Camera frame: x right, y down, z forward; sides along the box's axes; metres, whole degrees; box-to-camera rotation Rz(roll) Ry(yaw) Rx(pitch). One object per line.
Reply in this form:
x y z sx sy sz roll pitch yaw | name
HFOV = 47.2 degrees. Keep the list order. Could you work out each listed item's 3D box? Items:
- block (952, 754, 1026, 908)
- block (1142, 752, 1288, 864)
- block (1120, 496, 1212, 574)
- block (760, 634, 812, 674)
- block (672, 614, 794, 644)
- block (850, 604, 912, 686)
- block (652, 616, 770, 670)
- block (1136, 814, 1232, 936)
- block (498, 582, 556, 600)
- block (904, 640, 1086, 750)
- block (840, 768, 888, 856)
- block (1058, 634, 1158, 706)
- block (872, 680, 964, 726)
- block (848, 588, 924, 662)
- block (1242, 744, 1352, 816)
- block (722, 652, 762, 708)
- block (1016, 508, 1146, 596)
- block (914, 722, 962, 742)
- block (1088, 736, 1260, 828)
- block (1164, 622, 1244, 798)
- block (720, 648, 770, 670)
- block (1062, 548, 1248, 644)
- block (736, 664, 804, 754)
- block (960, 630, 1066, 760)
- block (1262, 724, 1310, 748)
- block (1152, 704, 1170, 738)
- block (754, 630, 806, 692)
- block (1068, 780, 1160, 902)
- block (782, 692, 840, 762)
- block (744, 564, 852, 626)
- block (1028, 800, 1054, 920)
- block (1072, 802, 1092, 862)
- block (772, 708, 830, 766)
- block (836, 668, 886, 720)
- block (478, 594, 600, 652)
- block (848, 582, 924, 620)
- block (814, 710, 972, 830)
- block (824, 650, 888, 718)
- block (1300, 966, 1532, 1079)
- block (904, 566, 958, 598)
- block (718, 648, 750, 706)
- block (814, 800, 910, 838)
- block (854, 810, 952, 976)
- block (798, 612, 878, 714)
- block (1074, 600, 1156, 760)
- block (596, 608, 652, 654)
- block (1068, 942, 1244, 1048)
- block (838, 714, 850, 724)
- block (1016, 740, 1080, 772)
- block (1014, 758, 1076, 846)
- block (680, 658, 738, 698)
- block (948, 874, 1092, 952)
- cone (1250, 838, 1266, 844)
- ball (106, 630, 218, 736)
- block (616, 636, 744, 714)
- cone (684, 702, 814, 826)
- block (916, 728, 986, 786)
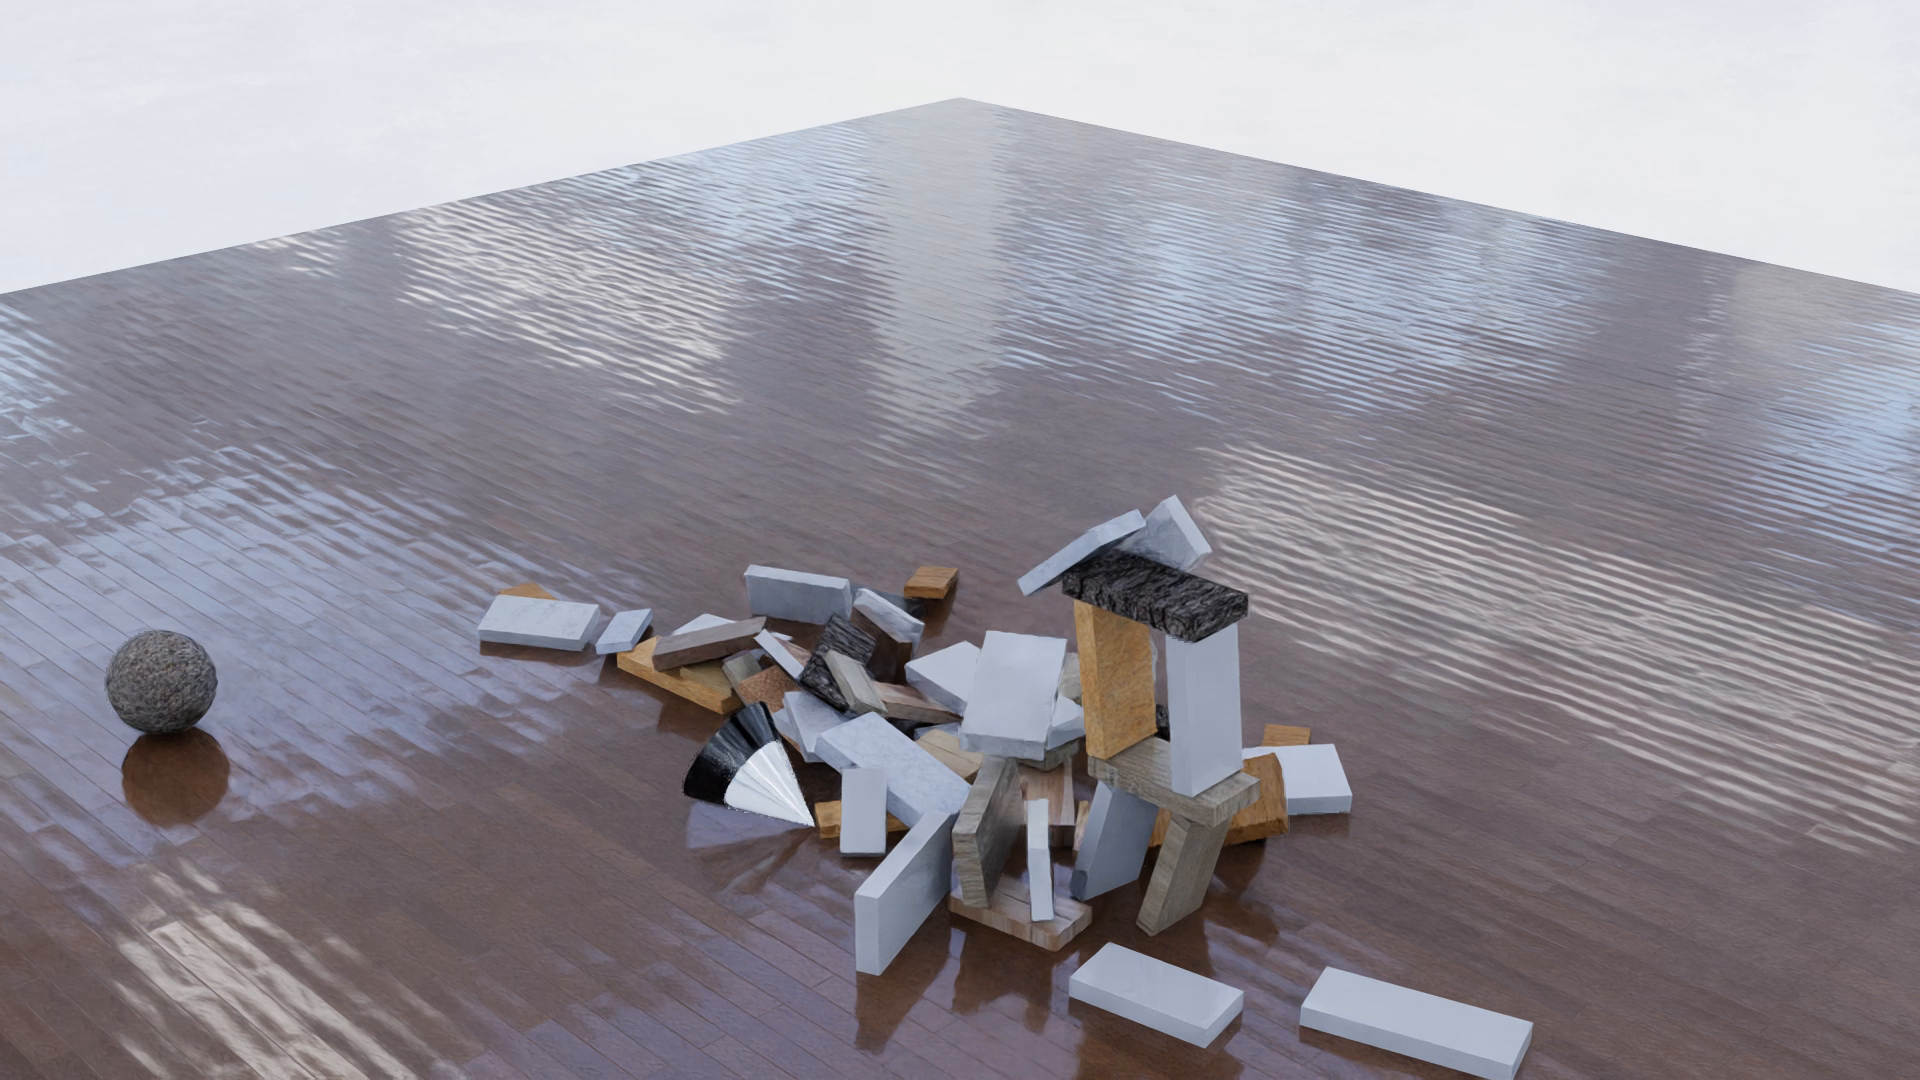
0.056 0.539 4.175 0.046 0.161 0.322 -2 24 16 | block
0.467 0.523 4.264 0.323 0.046 0.162 -15 42 16 | block
0.356 0.034 4.006 0.034 0.241 0.121 -21 72 -36 | block
-0.365 0.278 4.976 0.167 0.024 0.084 24 32 -4 | block
-0.533 0.239 5.151 0.257 0.036 0.128 13 26 28 | block
-0.187 0.245 5.029 0.033 0.117 0.234 -3 21 -31 | block
-0.561 0.232 4.965 0.255 0.036 0.127 -12 15 4 | block
0.416 0.585 4.020 0.142 0.283 0.040 -21 47 -41 | block
-1.040 0.156 5.359 0.094 0.027 0.189 -16 28 -33 | block
0.076 0.334 4.693 0.161 0.046 0.487 -20 25 -27 | block
-0.189 0.536 4.331 0.088 0.025 0.175 0 62 0 | block
0.263 0.310 4.790 0.329 0.047 0.164 -14 32 18 | block
-0.099 0.356 4.777 0.231 0.033 0.116 11 15 -30 | block
-0.179 0.208 5.117 0.033 0.117 0.234 12 11 -40 | block
0.587 0.495 4.494 0.394 0.046 0.162 -2 35 -5 | block
-0.451 0.326 4.829 0.076 0.022 0.152 -22 73 -43 | block
0.218 0.024 3.965 0.121 0.034 0.241 -23 -9 -41 | block
-0.019 0.450 4.663 0.101 0.029 0.202 -8 24 -17 | block
0.384 0.429 3.974 0.283 0.040 0.142 20 30 39 | block
0.431 0.286 3.871 0.042 0.299 0.149 13 25 42 | block
-0.497 0.251 5.041 0.189 0.027 0.095 12 26 25 | block
0.343 0.095 3.882 0.299 0.042 0.149 20 30 39 | block
-0.368 0.366 4.748 0.217 0.031 0.108 41 41 23 | block
0.106 0.299 4.277 0.162 0.046 0.323 6 35 8 | block
0.688 0.450 4.665 0.096 0.027 0.192 5 23 11 | block
0.380 0.386 4.816 0.192 0.027 0.096 8 24 19 | block
-0.365 0.280 4.808 0.031 0.108 0.217 -43 36 -7 | block
0.298 0.544 4.117 0.142 0.283 0.040 -16 44 -33 | block
-0.299 0.388 4.591 0.095 0.027 0.191 -1 37 -22 | block
-0.384 0.136 5.270 0.255 0.127 0.036 8 41 18 | block
0.150 0.591 4.084 0.039 0.136 0.272 -4 12 3 | block
0.278 0.580 4.359 0.096 0.027 0.192 3 23 6 | block
-0.282 0.414 4.661 0.217 0.031 0.108 32 37 23 | block
-0.234 0.332 4.834 0.127 0.036 0.284 39 12 -22 | block
-0.997 0.196 5.211 0.256 0.036 0.128 5 39 13 | block
-0.215 0.162 5.336 0.234 0.033 0.117 14 27 30 | block
-0.122 0.476 4.457 0.329 0.047 0.164 34 34 29 | block
-0.220 0.306 4.646 0.088 0.025 0.175 26 20 -39 | block
0.779 0.827 3.761 0.365 0.039 0.136 11 26 25 | block
-0.069 0.104 5.432 0.094 0.027 0.215 4 13 9 | block
-0.461 0.319 4.858 0.076 0.022 0.152 -23 73 -44 | block
-0.192 0.555 4.419 0.191 0.027 0.095 -4 23 -10 | block
-0.101 0.643 4.038 0.046 0.161 0.322 9 25 21 | block
-0.263 0.265 4.781 0.116 0.033 0.389 33 18 -5 | block
0.284 0.232 3.999 0.042 0.299 0.149 11 24 43 | block
-0.789 0.214 5.173 0.084 0.024 0.241 -7 16 6 | block
0.342 0.793 3.843 0.272 0.039 0.136 15 27 31 | block
-0.217 0.439 4.598 0.191 0.027 0.095 35 39 27 | block
0.140 0.425 4.579 0.101 0.029 0.202 -24 26 -40 | block
0.147 0.518 4.482 0.164 0.047 0.329 0 23 1 | block
-0.540 0.303 4.922 0.167 0.024 0.084 19 29 37 | block
0.112 0.687 4.098 0.241 0.034 0.121 16 28 33 | block
0.512 0.555 4.364 0.146 0.146 0.146 -21 18 16 | cone
-1.722 0.308 4.747 0.225 0.225 0.225 0 23 0 | ball
-0.614 0.304 4.997 0.356 0.036 0.128 19 30 38 | block
-0.383 0.500 4.439 0.248 0.248 0.248 39 36 16 | cone
-0.021 0.455 4.567 0.101 0.029 0.202 -31 32 -32 | block
